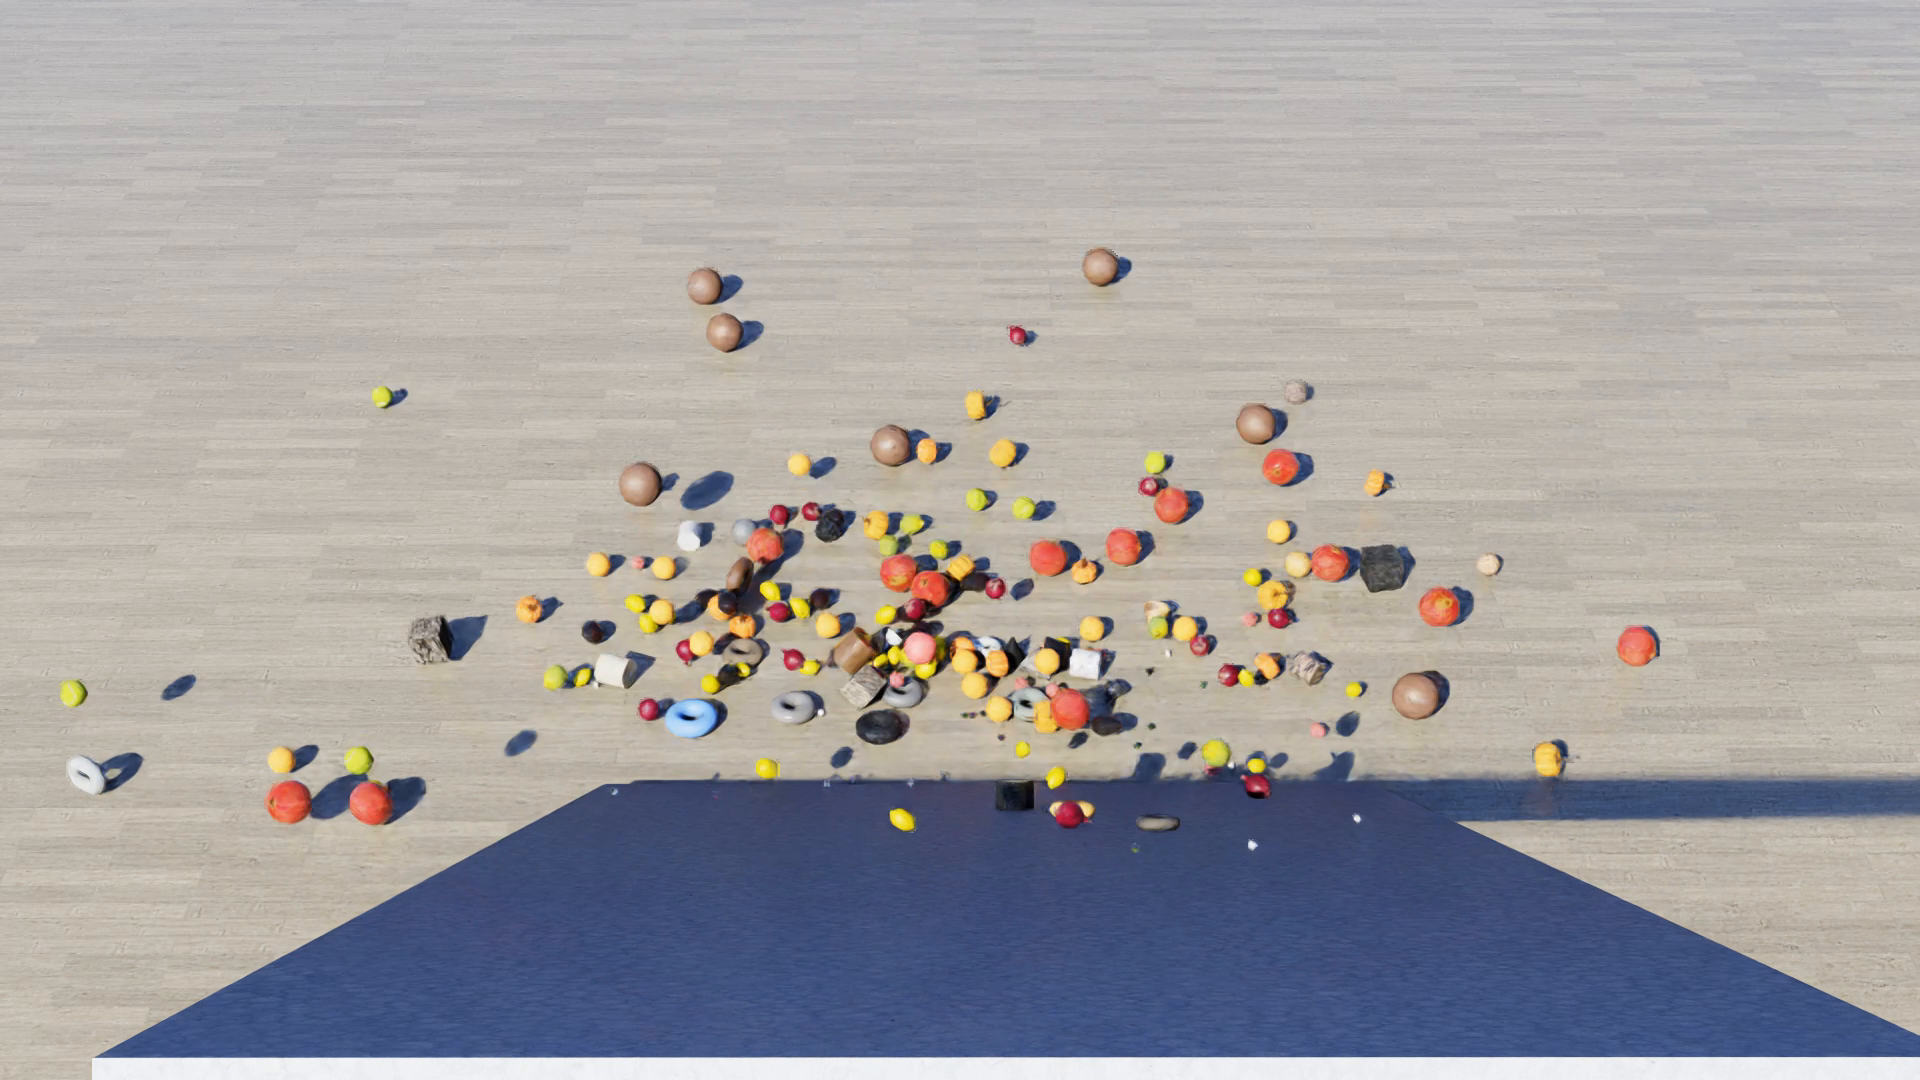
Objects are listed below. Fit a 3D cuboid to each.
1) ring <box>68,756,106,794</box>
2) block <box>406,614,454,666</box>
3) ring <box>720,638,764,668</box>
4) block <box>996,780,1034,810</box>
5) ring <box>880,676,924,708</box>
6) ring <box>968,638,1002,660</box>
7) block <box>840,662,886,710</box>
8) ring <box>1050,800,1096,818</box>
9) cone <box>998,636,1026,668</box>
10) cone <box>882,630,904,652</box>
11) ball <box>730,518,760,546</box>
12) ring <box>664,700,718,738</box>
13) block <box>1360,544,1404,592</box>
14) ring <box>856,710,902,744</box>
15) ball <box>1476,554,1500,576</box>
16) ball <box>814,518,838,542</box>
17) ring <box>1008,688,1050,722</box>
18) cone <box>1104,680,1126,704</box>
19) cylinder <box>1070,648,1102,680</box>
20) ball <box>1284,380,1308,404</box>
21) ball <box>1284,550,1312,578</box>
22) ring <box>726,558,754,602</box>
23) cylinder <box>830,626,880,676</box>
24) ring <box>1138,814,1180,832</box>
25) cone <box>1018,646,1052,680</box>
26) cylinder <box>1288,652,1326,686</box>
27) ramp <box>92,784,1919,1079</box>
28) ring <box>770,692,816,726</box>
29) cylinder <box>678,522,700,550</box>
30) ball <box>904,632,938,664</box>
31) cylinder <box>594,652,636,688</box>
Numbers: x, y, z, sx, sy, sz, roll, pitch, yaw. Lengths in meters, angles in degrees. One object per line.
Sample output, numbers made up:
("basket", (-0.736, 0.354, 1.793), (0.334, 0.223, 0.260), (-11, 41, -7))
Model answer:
("ring", (-2.300, 0.620, 6.837), (0.115, 0.115, 0.038), (15, 37, 21))
("block", (-1.494, 0.282, 7.324), (0.092, 0.092, 0.092), (-10, 37, 8))
("ring", (-0.619, 0.320, 7.360), (0.121, 0.040, 0.121), (0, 32, 0))
("block", (0.126, 0.587, 5.969), (0.063, 0.063, 0.063), (-1, -1, 29))
("ring", (-0.161, 0.423, 7.203), (0.122, 0.041, 0.122), (1, 33, -1))
("ring", (0.072, 0.308, 7.383), (0.094, 0.031, 0.094), (-2, 29, 1))
("block", (-0.268, 0.405, 7.167), (0.079, 0.079, 0.079), (44, 41, -2))
("ring", (0.251, 0.598, 5.757), (0.101, 0.034, 0.101), (1, -1, 0))
("cone", (0.149, 0.305, 7.345), (0.083, 0.083, 0.083), (0, 33, 0))
("cone", (-0.204, 0.298, 7.405), (0.062, 0.062, 0.062), (31, 71, 38))
("ball", (-0.650, -0.025, 7.843), (0.086, 0.086, 0.086), (0, 33, 0))
("ring", (-0.735, 0.488, 7.098), (0.145, 0.048, 0.145), (-1, 33, 1))
("block", (1.247, 0.084, 7.668), (0.097, 0.097, 0.097), (-6, 34, -9))
("ring", (-0.220, 0.510, 7.068), (0.131, 0.044, 0.131), (-1, 31, 1))
("ball", (1.570, 0.073, 7.712), (0.067, 0.067, 0.067), (0, 33, 0))
("ball", (-0.406, -0.029, 7.864), (0.070, 0.070, 0.070), (0, 33, 0))
("ring", (0.191, 0.453, 7.151), (0.115, 0.038, 0.115), (1, 44, -1))
("cone", (0.418, 0.431, 7.203), (0.062, 0.062, 0.062), (22, 66, 30))
("cylinder", (0.353, 0.348, 7.279), (0.080, 0.080, 0.080), (7, 34, 9))
("ball", (1.108, -0.487, 8.554), (0.077, 0.077, 0.077), (0, 33, 0))
("ball", (1.003, 0.073, 7.700), (0.081, 0.081, 0.081), (0, 33, 0))
("ring", (-0.645, 0.115, 7.584), (0.046, 0.137, 0.137), (19, 37, 11))
("cylinder", (-0.294, 0.312, 7.282), (0.099, 0.099, 0.099), (39, 15, -13))
("ring", (0.418, 0.594, 5.439), (0.087, 0.029, 0.087), (-1, 0, 0))
("cone", (0.228, 0.363, 7.294), (0.092, 0.092, 0.092), (46, 49, 14))
("cylinder", (0.970, 0.361, 7.257), (0.073, 0.073, 0.073), (32, 44, 28))
("ramp", (0.074, 0.644, 4.766), (2.000, 0.100, 4.000), (0, -1, 0))
("ring", (-0.459, 0.463, 7.142), (0.126, 0.042, 0.126), (-1, 34, 1))
("cylinder", (-0.817, -0.012, 7.842), (0.066, 0.066, 0.066), (-4, 22, -6))
("ball", (-0.109, 0.299, 7.179), (0.092, 0.092, 0.092), (0, 33, 0))
("cylinder", (-0.962, 0.365, 7.250), (0.086, 0.086, 0.086), (12, 35, 18))
